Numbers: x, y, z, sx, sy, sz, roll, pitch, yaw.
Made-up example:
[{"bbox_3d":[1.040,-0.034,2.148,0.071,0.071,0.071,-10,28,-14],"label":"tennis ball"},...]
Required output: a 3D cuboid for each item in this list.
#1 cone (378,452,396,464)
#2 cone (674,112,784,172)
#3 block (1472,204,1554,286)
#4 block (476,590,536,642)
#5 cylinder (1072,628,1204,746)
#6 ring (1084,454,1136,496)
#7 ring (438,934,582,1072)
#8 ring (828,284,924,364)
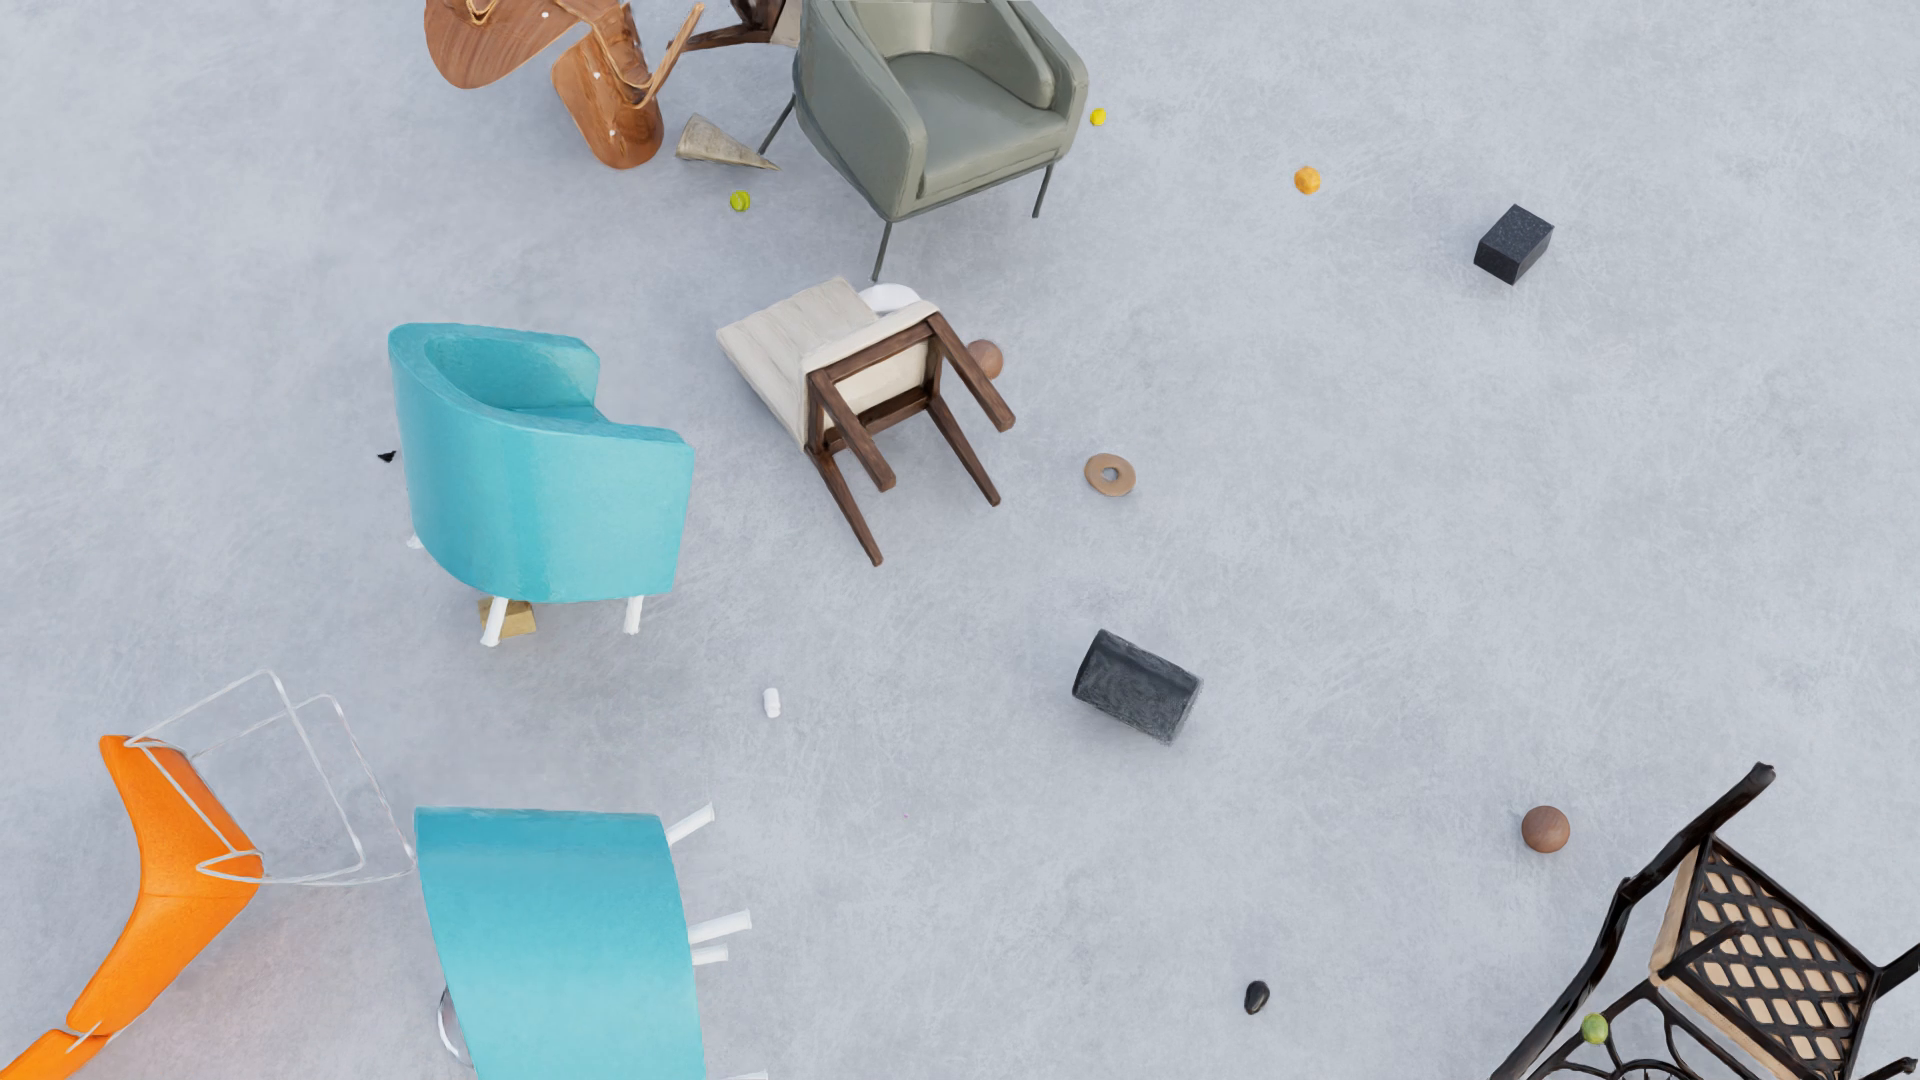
[{"bbox_3d":[-1.751,-0.250,6.730,0.069,0.038,0.031,-12,94,20],"label":"cone"},{"bbox_3d":[-0.757,-1.301,7.391,0.351,0.131,0.315,20,27,-5],"label":"cone"},{"bbox_3d":[1.800,-0.960,7.151,0.153,0.111,0.209,35,63,21],"label":"block"},{"bbox_3d":[-1.310,0.219,6.361,0.145,0.109,0.076,-13,57,-9],"label":"block"},{"bbox_3d":[0.492,0.409,6.110,0.308,0.289,0.191,27,66,11],"label":"cylinder"},{"bbox_3d":[0.457,-0.200,6.685,0.160,0.020,0.165,-15,57,-21],"label":"ring"},{"bbox_3d":[-1.166,1.200,5.710,0.348,0.099,0.394,36,64,21],"label":"ring"},{"bbox_3d":[-0.266,-0.687,6.995,0.272,0.059,0.347,33,65,23],"label":"ring"}]
